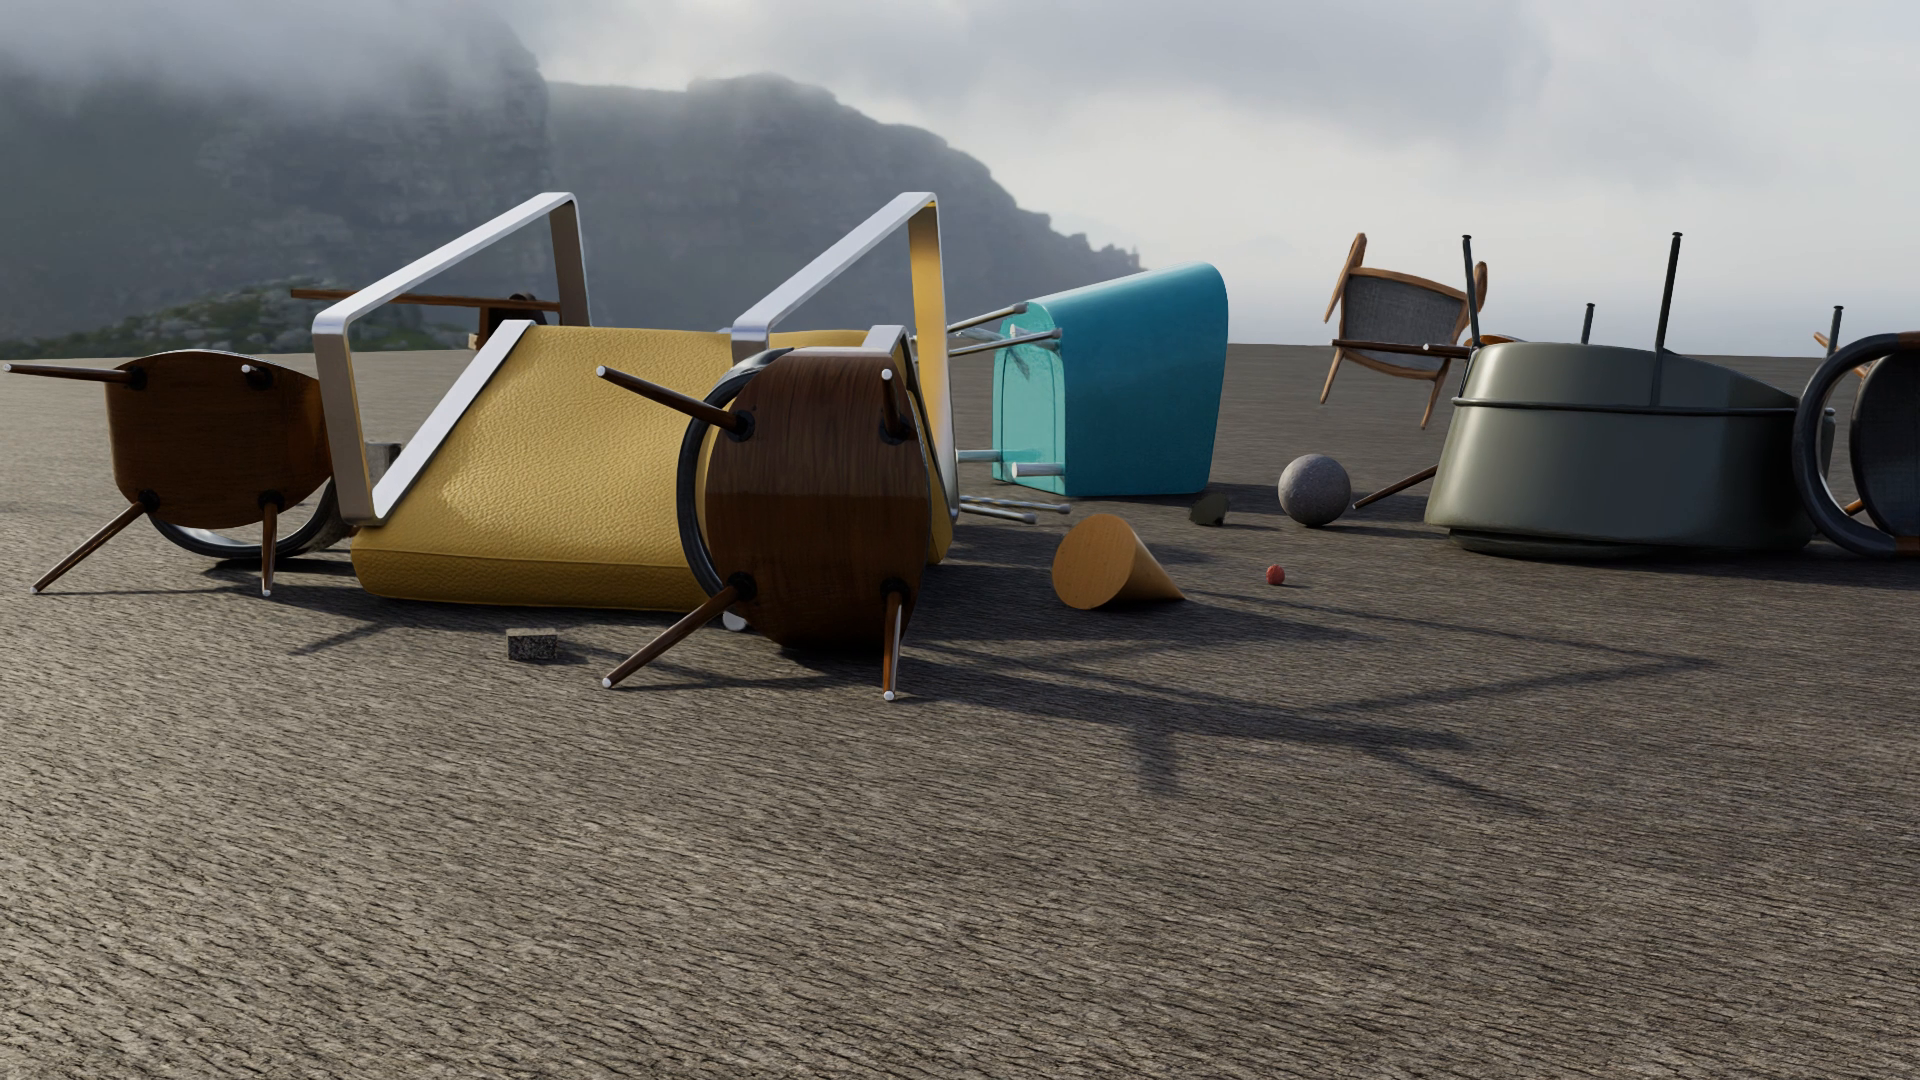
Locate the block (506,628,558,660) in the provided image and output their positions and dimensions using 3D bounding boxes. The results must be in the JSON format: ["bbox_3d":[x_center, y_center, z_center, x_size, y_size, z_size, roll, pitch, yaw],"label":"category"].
[{"bbox_3d":[-0.746,0.180,4.463,0.083,0.041,0.091,-1,6,-12],"label":"block"}]

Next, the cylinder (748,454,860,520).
[{"bbox_3d":[-0.430,-0.148,7.082,0.318,0.157,0.298,5,7,38],"label":"cylinder"}]

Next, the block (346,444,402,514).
[{"bbox_3d":[-1.630,-0.171,7.134,0.109,0.189,0.136,1,5,8],"label":"block"}]

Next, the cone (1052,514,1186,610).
[{"bbox_3d":[0.363,0.082,5.167,0.256,0.199,0.256,22,-10,-34],"label":"cone"}]

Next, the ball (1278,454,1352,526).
[{"bbox_3d":[0.934,-0.132,6.759,0.191,0.191,0.191,0,6,0],"label":"ball"}]

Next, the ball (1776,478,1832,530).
[{"bbox_3d":[2.184,-0.092,6.642,0.137,0.137,0.137,0,6,0],"label":"ball"}]

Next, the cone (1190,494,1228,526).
[{"bbox_3d":[0.676,-0.060,6.786,0.119,0.107,0.067,-23,54,-12],"label":"cone"}]
